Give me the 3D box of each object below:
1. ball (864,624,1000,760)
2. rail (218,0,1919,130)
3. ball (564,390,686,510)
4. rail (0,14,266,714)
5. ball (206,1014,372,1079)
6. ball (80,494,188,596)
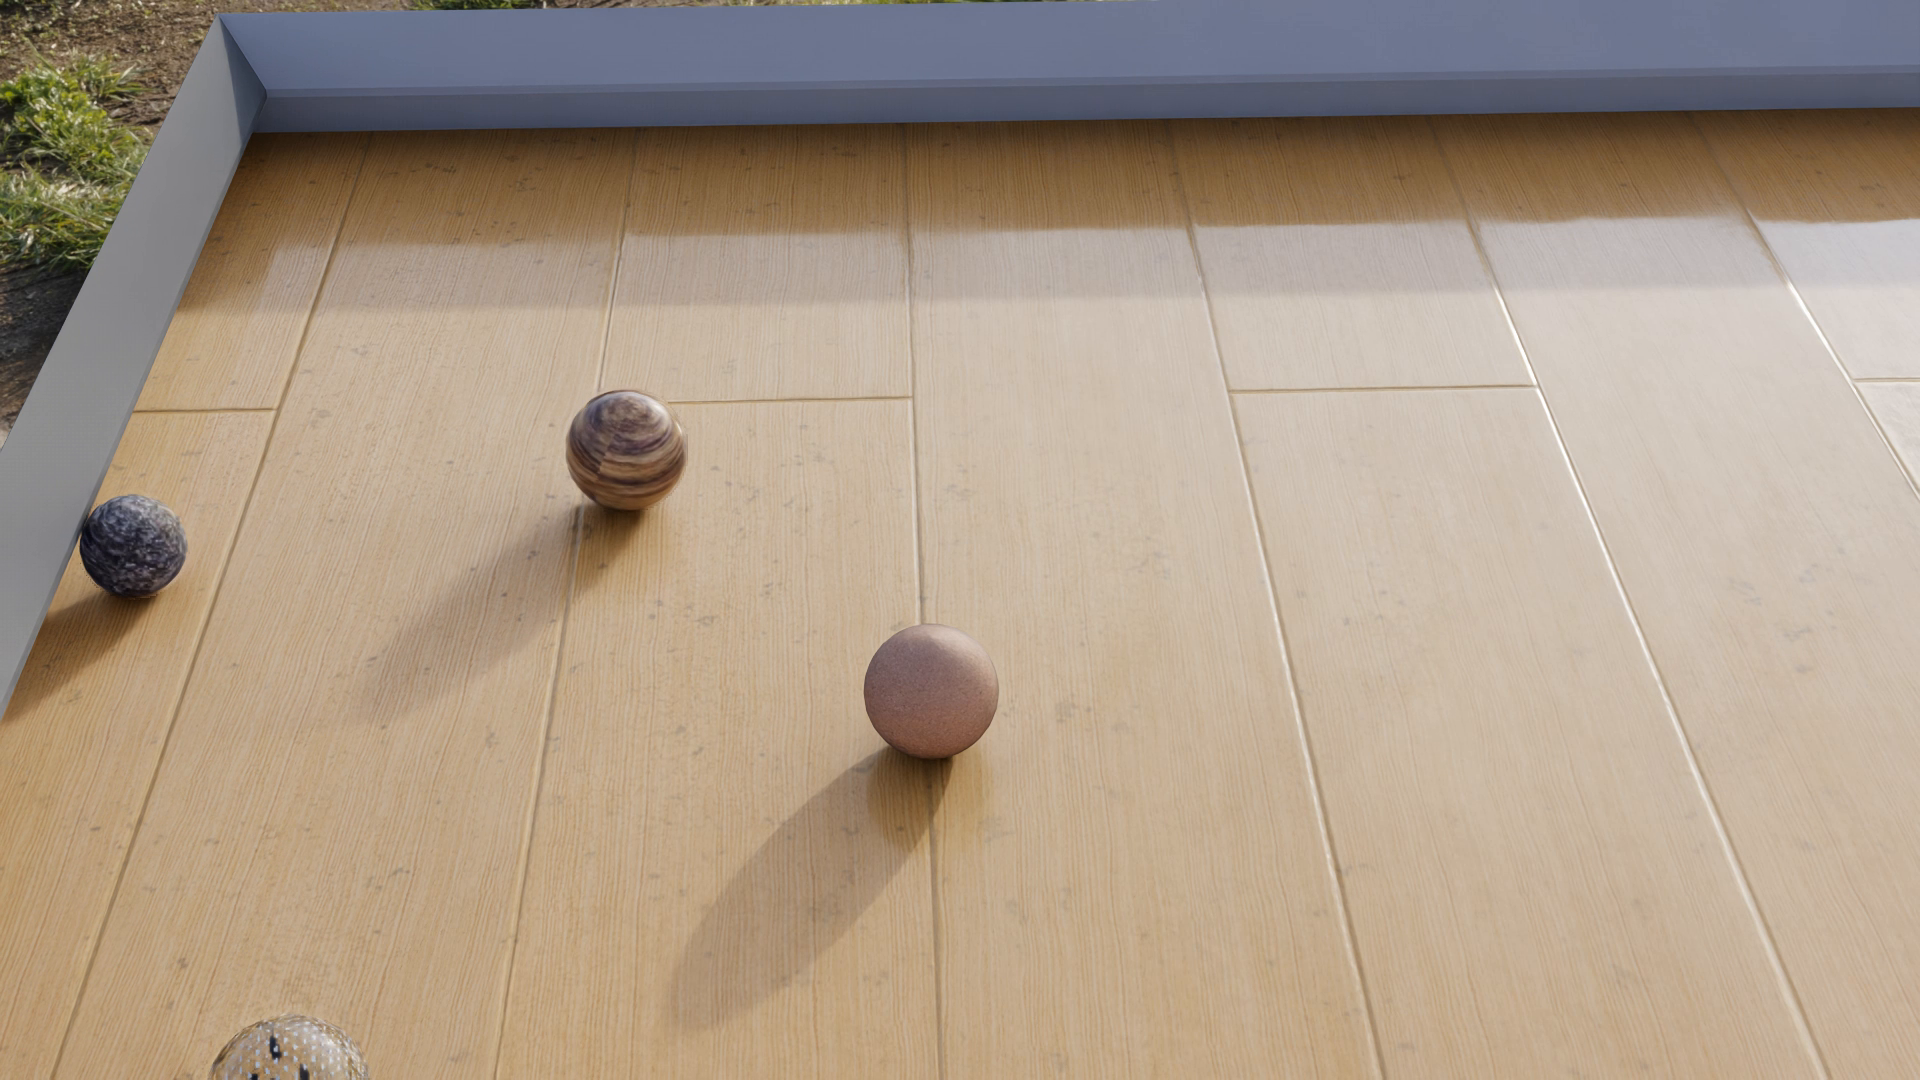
[{"bbox_3d":[-0.019,0.098,1.659,0.088,0.088,0.088,0,35,0],"label":"ball"},{"bbox_3d":[0.631,-0.447,2.404,2.628,0.118,0.045,-1,35,-2],"label":"rail"},{"bbox_3d":[-0.246,-0.066,1.890,0.089,0.089,0.089,0,35,0],"label":"ball"},{"bbox_3d":[-0.633,-0.004,1.775,0.045,0.118,1.496,-1,35,-2],"label":"rail"},{"bbox_3d":[-0.359,0.298,1.373,0.088,0.088,0.088,0,35,0],"label":"ball"},{"bbox_3d":[-0.582,0.004,1.806,0.072,0.072,0.072,0,35,0],"label":"ball"}]
